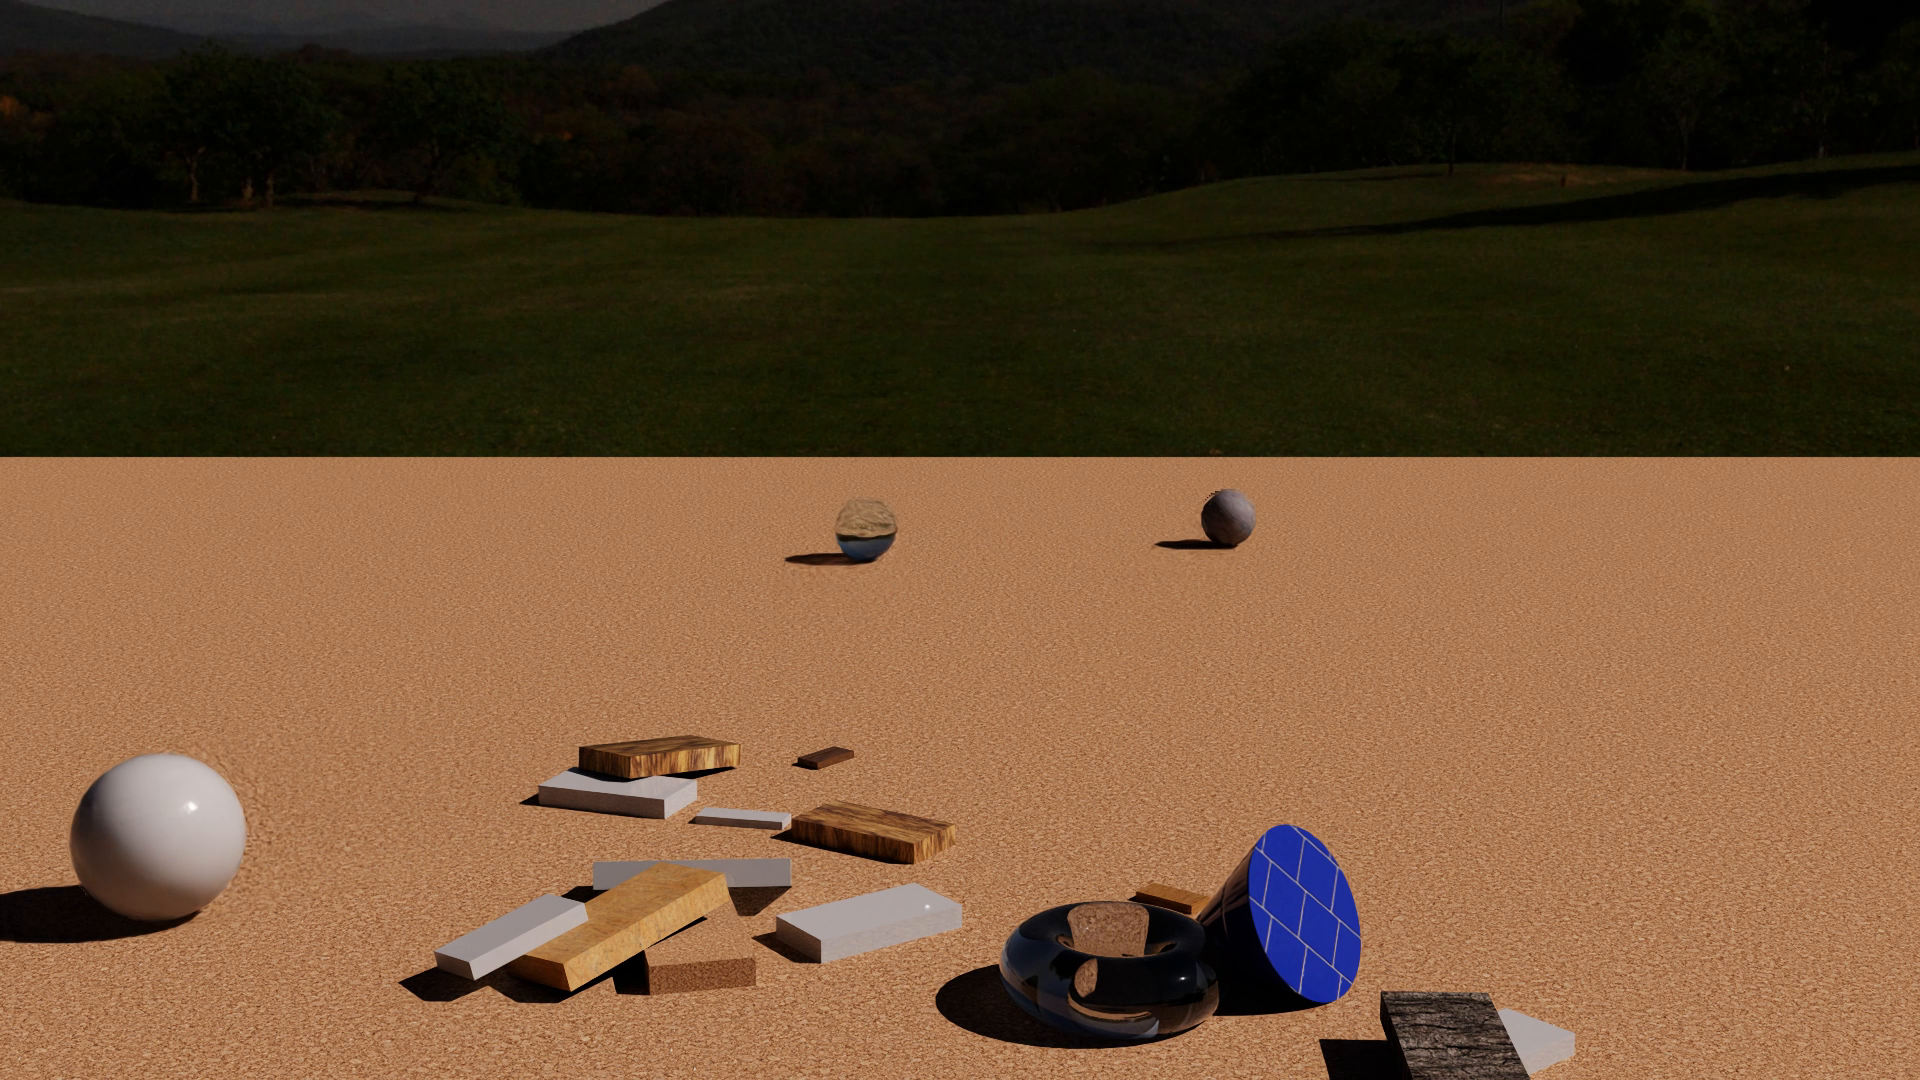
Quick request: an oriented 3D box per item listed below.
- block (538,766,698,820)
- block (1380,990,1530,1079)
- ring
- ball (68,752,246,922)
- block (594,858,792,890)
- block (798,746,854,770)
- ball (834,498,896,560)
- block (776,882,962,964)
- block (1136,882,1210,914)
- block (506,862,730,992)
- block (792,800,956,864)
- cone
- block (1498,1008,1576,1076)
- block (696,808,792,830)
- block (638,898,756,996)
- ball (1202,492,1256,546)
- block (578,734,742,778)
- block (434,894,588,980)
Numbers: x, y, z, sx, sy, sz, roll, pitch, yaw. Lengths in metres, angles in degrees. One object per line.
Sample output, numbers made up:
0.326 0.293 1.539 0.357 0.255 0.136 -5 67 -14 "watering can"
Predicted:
-0.648 0.478 4.168 0.266 0.038 0.133 4 11 20 "block"
0.652 0.676 2.916 0.148 0.042 0.295 0 11 3 "block"
0.226 0.621 3.198 0.339 0.113 0.339 1 11 0 "ring"
-1.289 0.477 3.539 0.269 0.269 0.269 0 11 0 "ball"
-0.436 0.550 3.621 0.316 0.045 0.158 -1 -9 -3 "block"
-0.270 0.440 4.437 0.054 0.015 0.109 8 13 38 "block"
-0.280 -0.031 6.506 0.185 0.185 0.185 0 11 0 "ball"
-0.143 0.605 3.485 0.266 0.038 0.133 -8 13 -35 "block"
0.351 0.591 3.623 0.109 0.015 0.054 8 13 38 "block"
-0.522 0.586 3.359 0.158 0.045 0.316 1 19 44 "block"
-0.155 0.521 3.935 0.265 0.038 0.133 7 12 32 "block"
0.417 0.594 3.324 0.266 0.266 0.266 -26 -8 39 "cone"
0.720 0.699 2.995 0.230 0.033 0.115 -9 14 -39 "block"
-0.398 0.512 4.045 0.166 0.015 0.054 2 11 13 "block"
-0.418 0.617 3.402 0.158 0.045 0.316 -3 11 -14 "block"
0.822 -0.065 6.738 0.167 0.167 0.167 0 11 0 "ball"
-0.587 0.424 4.321 0.148 0.042 0.295 5 4 39 "block"
-0.674 0.594 3.304 0.206 0.029 0.103 -24 17 -40 "block"
